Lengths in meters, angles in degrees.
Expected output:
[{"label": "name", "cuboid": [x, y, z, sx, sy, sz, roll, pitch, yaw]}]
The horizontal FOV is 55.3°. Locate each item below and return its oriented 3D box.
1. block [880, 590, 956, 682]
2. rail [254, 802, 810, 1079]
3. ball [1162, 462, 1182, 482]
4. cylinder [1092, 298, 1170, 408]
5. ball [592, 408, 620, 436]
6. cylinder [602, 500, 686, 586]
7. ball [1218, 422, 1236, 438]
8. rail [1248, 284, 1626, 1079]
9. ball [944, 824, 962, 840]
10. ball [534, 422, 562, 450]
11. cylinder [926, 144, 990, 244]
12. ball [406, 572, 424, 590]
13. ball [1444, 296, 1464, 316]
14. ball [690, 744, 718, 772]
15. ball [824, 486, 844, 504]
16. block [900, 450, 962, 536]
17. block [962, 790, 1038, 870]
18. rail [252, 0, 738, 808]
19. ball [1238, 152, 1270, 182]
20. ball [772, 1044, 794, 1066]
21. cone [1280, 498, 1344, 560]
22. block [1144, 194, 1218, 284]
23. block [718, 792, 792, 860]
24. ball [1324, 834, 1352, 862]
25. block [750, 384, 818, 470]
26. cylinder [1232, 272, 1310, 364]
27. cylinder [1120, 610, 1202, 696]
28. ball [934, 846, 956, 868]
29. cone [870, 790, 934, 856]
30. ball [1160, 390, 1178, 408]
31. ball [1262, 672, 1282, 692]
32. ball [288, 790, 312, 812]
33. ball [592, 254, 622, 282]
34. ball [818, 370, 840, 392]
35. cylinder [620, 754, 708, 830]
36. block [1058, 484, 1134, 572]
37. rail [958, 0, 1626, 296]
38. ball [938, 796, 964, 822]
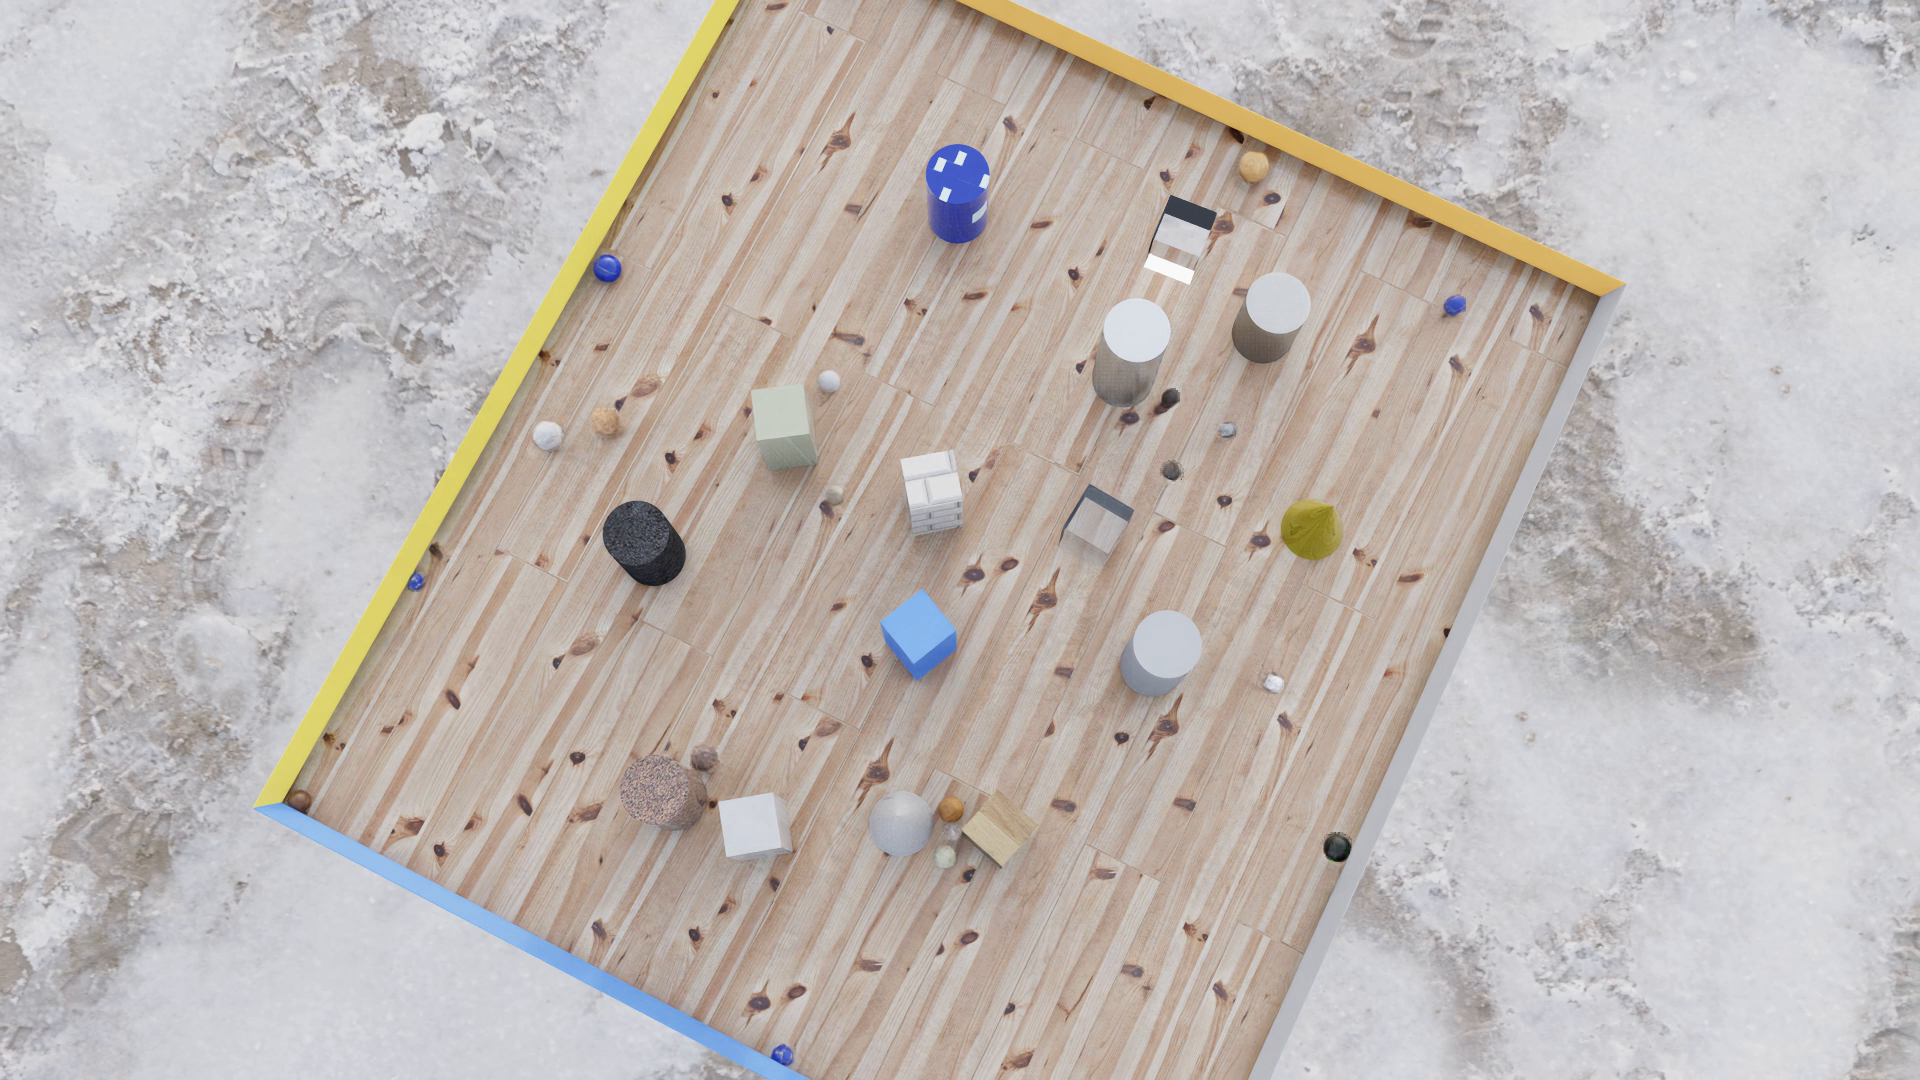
[{"label": "block", "cuboid": [-0.118, 0.281, 5.364, 0.154, 0.380, 0.154, -38, 81, -7]}, {"label": "rail", "cuboid": [-0.722, 1.421, 5.258, 2.965, 0.125, 0.045, 26, 80, 5]}, {"label": "ball", "cuboid": [0.651, -0.209, 5.630, 0.058, 0.058, 0.058, 0, 78, 0]}, {"label": "cylinder", "cuboid": [0.508, -0.554, 5.488, 0.192, 0.475, 0.192, 0, 78, 0]}, {"label": "ball", "cuboid": [-1.093, -0.367, 5.648, 0.086, 0.086, 0.086, 0, 78, 0]}, {"label": "cylinder", "cuboid": [-0.935, 0.013, 5.445, 0.192, 0.331, 0.192, 0, 78, 0]}, {"label": "ball", "cuboid": [0.824, -0.339, 5.660, 0.052, 0.052, 0.052, 0, 78, 0]}, {"label": "rail", "cuboid": [1.305, 0.646, 5.418, 0.045, 0.125, 3.277, 26, 80, 5]}, {"label": "ball", "cuboid": [-0.021, 0.862, 5.413, 0.049, 0.049, 0.049, 0, 78, 0]}, {"label": "ball", "cuboid": [-1.266, -0.322, 5.639, 0.087, 0.087, 0.087, 0, 78, 0]}, {"label": "cylinder", "cuboid": [-0.007, -1.067, 5.670, 0.192, 0.328, 0.192, 0, 78, 0]}, {"label": "ball", "cuboid": [-1.653, 0.125, 5.564, 0.053, 0.053, 0.053, 0, 78, 0]}, {"label": "ball", "cuboid": [1.547, -0.734, 5.737, 0.061, 0.061, 0.061, 0, 78, 0]}, {"label": "ball", "cuboid": [-0.759, 0.646, 5.441, 0.081, 0.081, 0.081, 0, 78, 0]}, {"label": "ball", "cuboid": [-0.385, -0.139, 5.616, 0.058, 0.058, 0.058, 0, 78, 0]}, {"label": "block", "cuboid": [-0.082, -0.137, 5.463, 0.154, 0.357, 0.154, -11, 79, -2]}, {"label": "block", "cuboid": [0.113, 0.839, 5.302, 0.154, 0.275, 0.154, 41, 81, 8]}, {"label": "rail", "cuboid": [-1.305, -0.632, 5.683, 0.045, 0.125, 3.277, 26, 80, 5]}, {"label": "ball", "cuboid": [0.931, -1.183, 5.812, 0.096, 0.096, 0.096, 0, 78, 0]}, {"label": "ball", "cuboid": [-0.511, 1.484, 5.277, 0.064, 0.064, 0.064, 0, 78, 0]}, {"label": "cone", "cuboid": [1.081, -0.066, 5.465, 0.192, 0.324, 0.192, 0, 78, 0]}, {"label": "block", "cuboid": [0.683, -0.930, 5.683, 0.154, 0.246, 0.154, 22, 79, 4]}, {"label": "block", "cuboid": [-0.583, 0.826, 5.260, 0.154, 0.363, 0.154, -10, 78, -2]}, {"label": "ball", "cuboid": [1.109, 0.905, 5.387, 0.082, 0.082, 0.082, 0, 78, 0]}, {"label": "block", "cuboid": [-0.523, -0.337, 5.503, 0.154, 0.358, 0.154, -8, 78, -2]}, {"label": "cylinder", "cuboid": [0.949, -0.676, 5.604, 0.192, 0.299, 0.192, 0, 78, 0]}, {"label": "cylinder", "cuboid": [0.580, 0.334, 5.330, 0.192, 0.426, 0.192, 0, 78, 0]}, {"label": "ball", "cuboid": [-0.044, 0.932, 5.390, 0.066, 0.066, 0.066, 0, 78, 0]}, {"label": "cone", "cuboid": [-0.174, 0.801, 5.243, 0.192, 0.407, 0.192, 0, 78, 0]}, {"label": "ball", "cuboid": [0.650, -0.438, 5.680, 0.054, 0.054, 0.054, 0, 78, 0]}, {"label": "ball", "cuboid": [0.936, 0.426, 5.497, 0.062, 0.062, 0.062, 0, 78, 0]}, {"label": "ball", "cuboid": [-1.953, 0.774, 5.422, 0.068, 0.068, 0.068, 0, 78, 0]}, {"label": "ball", "cuboid": [-1.106, -0.851, 5.747, 0.089, 0.089, 0.089, 0, 78, 0]}, {"label": "ball", "cuboid": [-0.407, -0.491, 5.683, 0.068, 0.068, 0.068, 0, 78, 0]}, {"label": "cylinder", "cuboid": [-0.848, 0.731, 5.271, 0.192, 0.380, 0.192, 0, 78, 0]}, {"label": "block", "cuboid": [0.405, -0.035, 5.484, 0.154, 0.273, 0.154, 31, 80, 6]}, {"label": "rail", "cuboid": [0.722, -1.408, 5.843, 2.965, 0.125, 0.045, 26, 80, 5]}, {"label": "ball", "cuboid": [-0.027, 0.796, 5.413, 0.076, 0.076, 0.076, 0, 78, 0]}]
